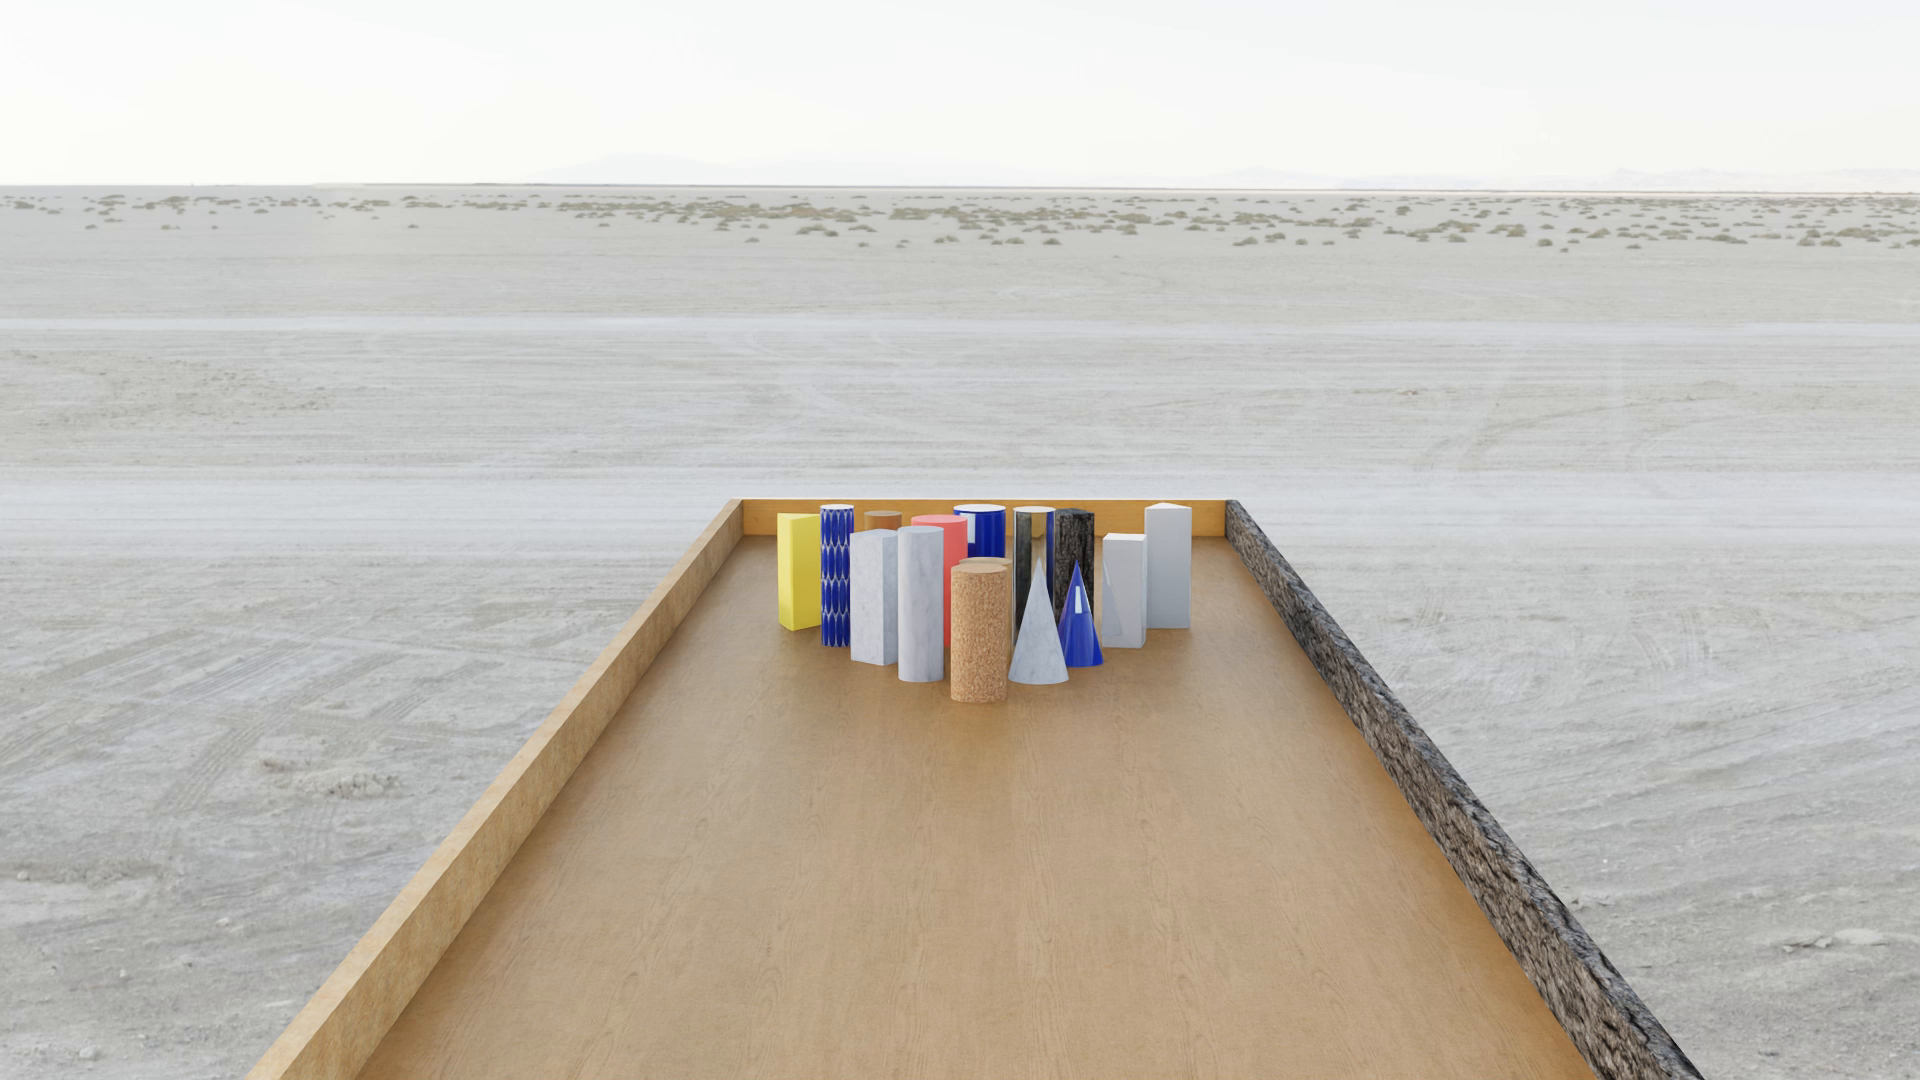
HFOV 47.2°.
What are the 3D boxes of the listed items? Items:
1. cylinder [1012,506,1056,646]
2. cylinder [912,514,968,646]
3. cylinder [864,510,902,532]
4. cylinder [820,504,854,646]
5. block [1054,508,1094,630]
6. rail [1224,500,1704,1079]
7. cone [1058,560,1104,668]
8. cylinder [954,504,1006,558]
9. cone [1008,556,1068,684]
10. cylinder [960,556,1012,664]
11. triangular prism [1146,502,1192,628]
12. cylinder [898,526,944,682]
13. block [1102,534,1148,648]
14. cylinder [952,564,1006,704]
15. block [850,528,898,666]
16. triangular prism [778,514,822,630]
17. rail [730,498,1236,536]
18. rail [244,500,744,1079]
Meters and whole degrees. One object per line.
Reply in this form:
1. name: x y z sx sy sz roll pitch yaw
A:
1. cylinder: 0.233 0.116 6.907 0.133 0.429 0.133 0 9 0
2. cylinder: -0.065 0.127 6.953 0.178 0.393 0.178 0 9 0
3. cylinder: -0.251 0.100 7.175 0.123 0.377 0.123 0 9 0
4. cylinder: -0.384 0.111 6.913 0.107 0.436 0.107 0 9 0
5. block: 0.348 0.097 7.179 0.131 0.382 0.131 -5 10 -27
6. rail: 1.046 0.843 3.208 0.050 0.150 12.000 0 9 1
7. cone: 0.353 0.213 6.658 0.168 0.316 0.168 0 9 0
8. cylinder: 0.064 0.089 7.197 0.170 0.392 0.170 0 9 0
9. cone: 0.230 0.224 6.430 0.179 0.365 0.179 0 9 0
10. cylinder: 0.077 0.216 6.664 0.160 0.307 0.160 0 9 0
11. triangular prism: 0.674 0.082 7.225 0.150 0.396 0.130 0 9 -3
12. cylinder: -0.114 0.186 6.429 0.134 0.441 0.134 0 9 0
13. block: 0.518 0.159 6.917 0.124 0.341 0.124 2 9 11
14. cylinder: 0.053 0.261 6.185 0.157 0.369 0.157 0 9 0
15. block: -0.239 0.172 6.683 0.133 0.389 0.133 8 12 40
16. triangular prism: -0.548 0.099 7.216 0.126 0.365 0.146 7 12 39
17. rail: 0.099 -0.098 9.147 2.100 0.150 0.050 0 9 1
18. rail: -1.004 0.839 3.234 0.050 0.150 12.000 0 9 1
